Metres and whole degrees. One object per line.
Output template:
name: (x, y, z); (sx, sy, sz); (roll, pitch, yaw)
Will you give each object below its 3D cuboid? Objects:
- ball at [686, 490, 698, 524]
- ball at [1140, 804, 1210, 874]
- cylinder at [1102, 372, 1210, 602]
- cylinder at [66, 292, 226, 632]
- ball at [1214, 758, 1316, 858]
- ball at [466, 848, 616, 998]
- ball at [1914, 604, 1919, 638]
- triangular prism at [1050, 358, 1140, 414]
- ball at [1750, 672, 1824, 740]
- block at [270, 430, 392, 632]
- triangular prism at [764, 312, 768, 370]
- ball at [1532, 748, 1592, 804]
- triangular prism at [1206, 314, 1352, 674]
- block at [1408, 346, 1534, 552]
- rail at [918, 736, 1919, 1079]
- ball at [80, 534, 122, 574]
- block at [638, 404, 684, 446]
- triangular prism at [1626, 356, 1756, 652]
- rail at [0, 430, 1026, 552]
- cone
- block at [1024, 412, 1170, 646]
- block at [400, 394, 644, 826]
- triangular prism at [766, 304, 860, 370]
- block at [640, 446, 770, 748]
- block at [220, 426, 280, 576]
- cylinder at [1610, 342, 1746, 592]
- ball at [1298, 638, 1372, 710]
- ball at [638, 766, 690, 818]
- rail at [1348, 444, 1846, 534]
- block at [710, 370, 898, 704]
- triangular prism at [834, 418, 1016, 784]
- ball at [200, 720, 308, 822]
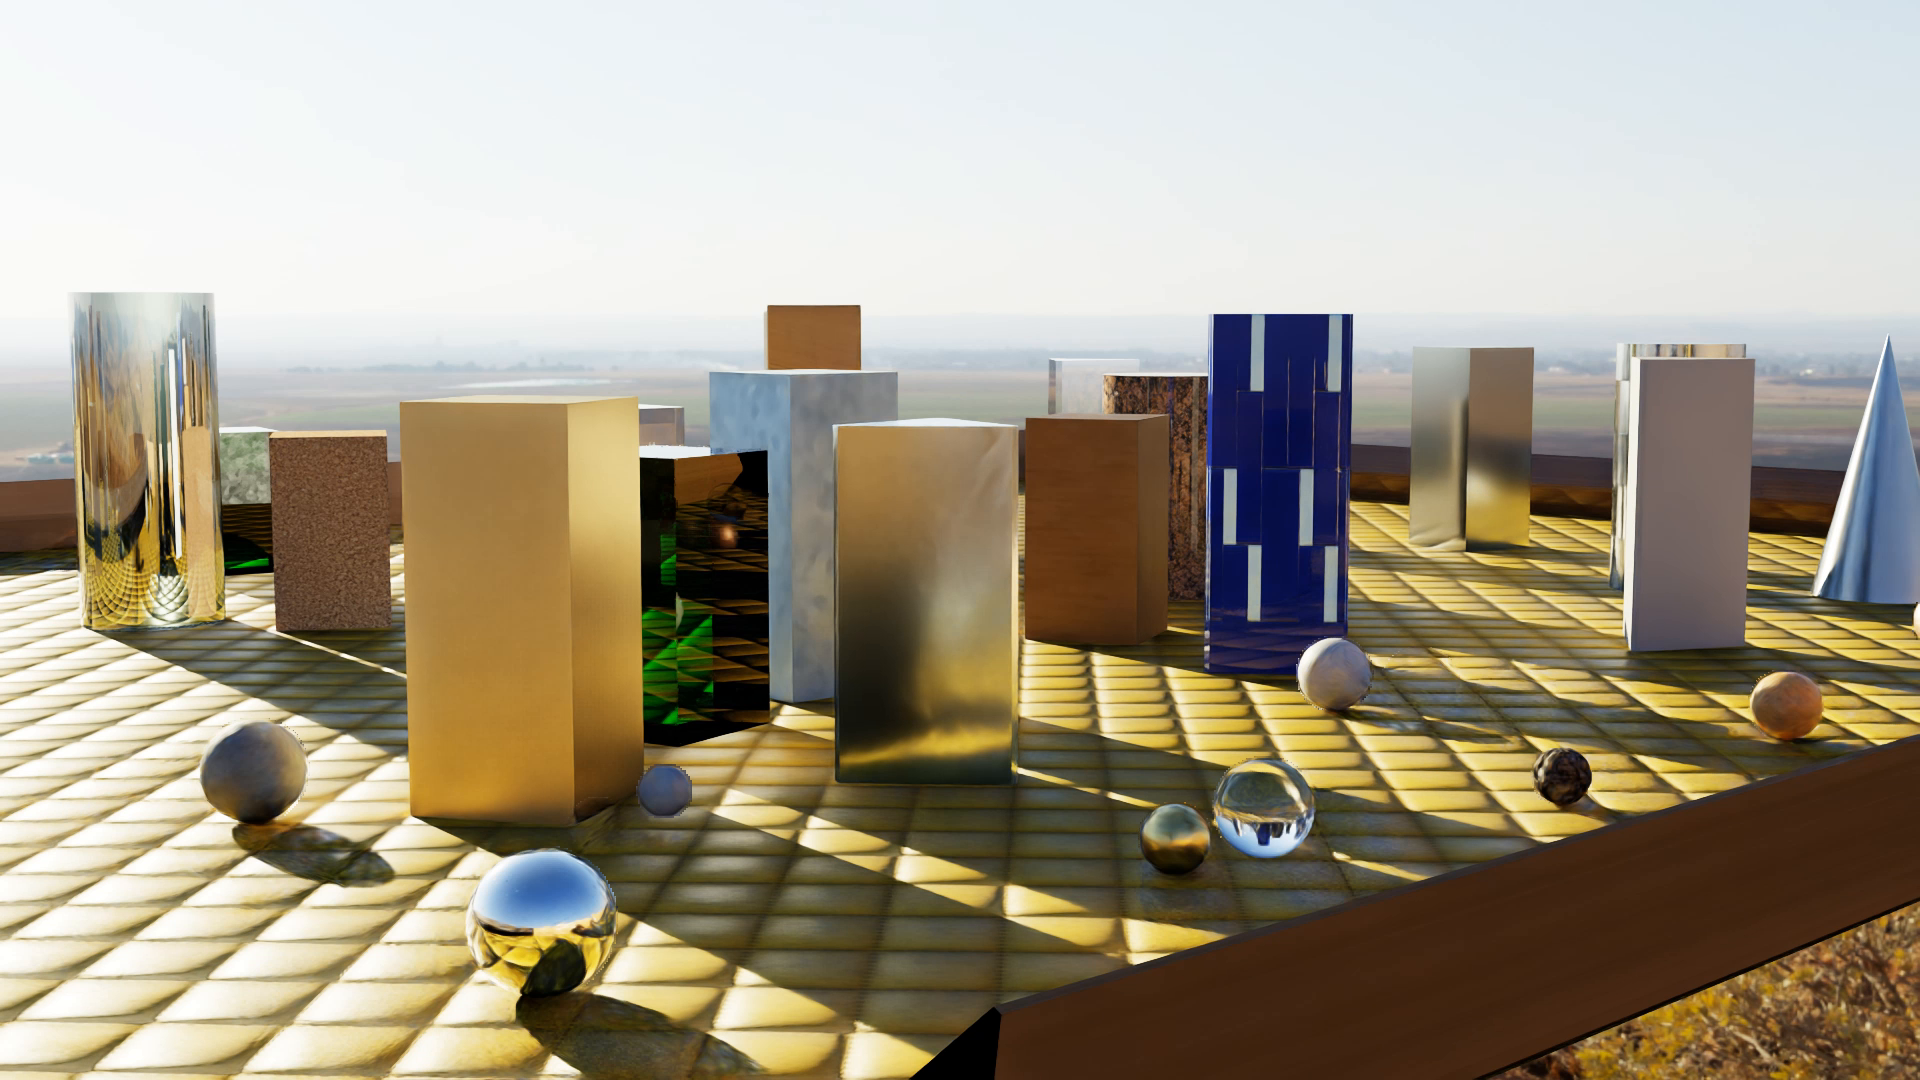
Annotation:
ball: (-0.579, -0.067, 4.550); (0.076, 0.076, 0.076); (0, 6, 0)
ball: (0.170, 0.237, 1.739); (0.056, 0.056, 0.056); (0, 6, 0)
cylinder: (0.320, -0.088, 3.453); (0.196, 0.344, 0.196); (0, 6, 0)
cylinder: (-1.155, -0.116, 3.127); (0.196, 0.469, 0.196); (0, 6, 0)
ball: (0.248, 0.218, 1.792); (0.081, 0.081, 0.081); (0, 6, 0)
ball: (-0.272, 0.249, 1.431); (0.096, 0.096, 0.096); (0, 6, 0)
ball: (1.286, 0.105, 2.860); (0.084, 0.084, 0.084); (0, 6, 0)
triangular prism: (0.198, -0.133, 3.813); (0.170, 0.360, 0.147); (-4, 7, -32)
ball: (0.859, 0.172, 2.285); (0.071, 0.071, 0.071); (0, 6, 0)
block: (-0.897, -0.017, 3.140); (0.157, 0.269, 0.157); (-2, 6, -15)
triangular prism: (-0.274, -0.231, 4.352); (0.170, 0.442, 0.147); (4, 7, 33)
ball: (0.544, 0.213, 1.986); (0.052, 0.052, 0.052); (0, 6, 0)
triangular prism: (0.396, -0.062, 2.749); (0.170, 0.440, 0.147); (1, 6, 7)
block: (0.961, -0.175, 4.140); (0.157, 0.376, 0.157); (-3, 7, -29)
rail: (1.158, 0.164, 2.084); (3.924, 0.127, 0.045); (-5, 8, -42)
ball: (-1.450, 0.024, 3.714); (0.067, 0.067, 0.067); (0, 6, 0)
block: (-0.564, -0.078, 3.640); (0.157, 0.286, 0.157); (-5, 8, -39)
triangular prism: (0.942, -0.054, 2.952); (0.170, 0.381, 0.147); (-2, 6, -17)
rail: (-1.158, -0.097, 4.580); (3.924, 0.127, 0.045); (-5, 8, -42)
cone: (1.435, -0.117, 3.420); (0.196, 0.410, 0.196); (0, 6, 0)
block: (0.189, -0.019, 3.012); (0.157, 0.300, 0.157); (2, 6, 20)
block: (-0.390, 0.056, 1.979); (0.157, 0.365, 0.157); (2, 6, 14)
triangular prism: (-0.244, -0.198, 3.982); (0.170, 0.453, 0.147); (1, 6, 13)
block: (-0.313, 0.054, 2.338); (0.157, 0.295, 0.157); (4, 7, 32)
block: (-1.260, -0.068, 3.760); (0.157, 0.241, 0.157); (-4, 7, -31)
cylinder: (1.144, -0.117, 3.509); (0.196, 0.392, 0.196); (0, 6, 0)
ball: (0.418, 0.150, 2.453); (0.080, 0.080, 0.080); (0, 6, 0)
ball: (-0.260, 0.221, 1.937); (0.045, 0.045, 0.045); (0, 6, 0)
rail: (1.424, -0.104, 4.639); (0.045, 0.127, 3.462); (-5, 8, -42)
block: (-0.183, -0.011, 2.588); (0.157, 0.373, 0.157); (-5, 8, -41)
triangular prism: (-0.027, 0.054, 2.130); (0.170, 0.338, 0.147); (0, 6, 4)
ball: (-0.615, 0.201, 1.916); (0.090, 0.090, 0.090); (0, 6, 0)
